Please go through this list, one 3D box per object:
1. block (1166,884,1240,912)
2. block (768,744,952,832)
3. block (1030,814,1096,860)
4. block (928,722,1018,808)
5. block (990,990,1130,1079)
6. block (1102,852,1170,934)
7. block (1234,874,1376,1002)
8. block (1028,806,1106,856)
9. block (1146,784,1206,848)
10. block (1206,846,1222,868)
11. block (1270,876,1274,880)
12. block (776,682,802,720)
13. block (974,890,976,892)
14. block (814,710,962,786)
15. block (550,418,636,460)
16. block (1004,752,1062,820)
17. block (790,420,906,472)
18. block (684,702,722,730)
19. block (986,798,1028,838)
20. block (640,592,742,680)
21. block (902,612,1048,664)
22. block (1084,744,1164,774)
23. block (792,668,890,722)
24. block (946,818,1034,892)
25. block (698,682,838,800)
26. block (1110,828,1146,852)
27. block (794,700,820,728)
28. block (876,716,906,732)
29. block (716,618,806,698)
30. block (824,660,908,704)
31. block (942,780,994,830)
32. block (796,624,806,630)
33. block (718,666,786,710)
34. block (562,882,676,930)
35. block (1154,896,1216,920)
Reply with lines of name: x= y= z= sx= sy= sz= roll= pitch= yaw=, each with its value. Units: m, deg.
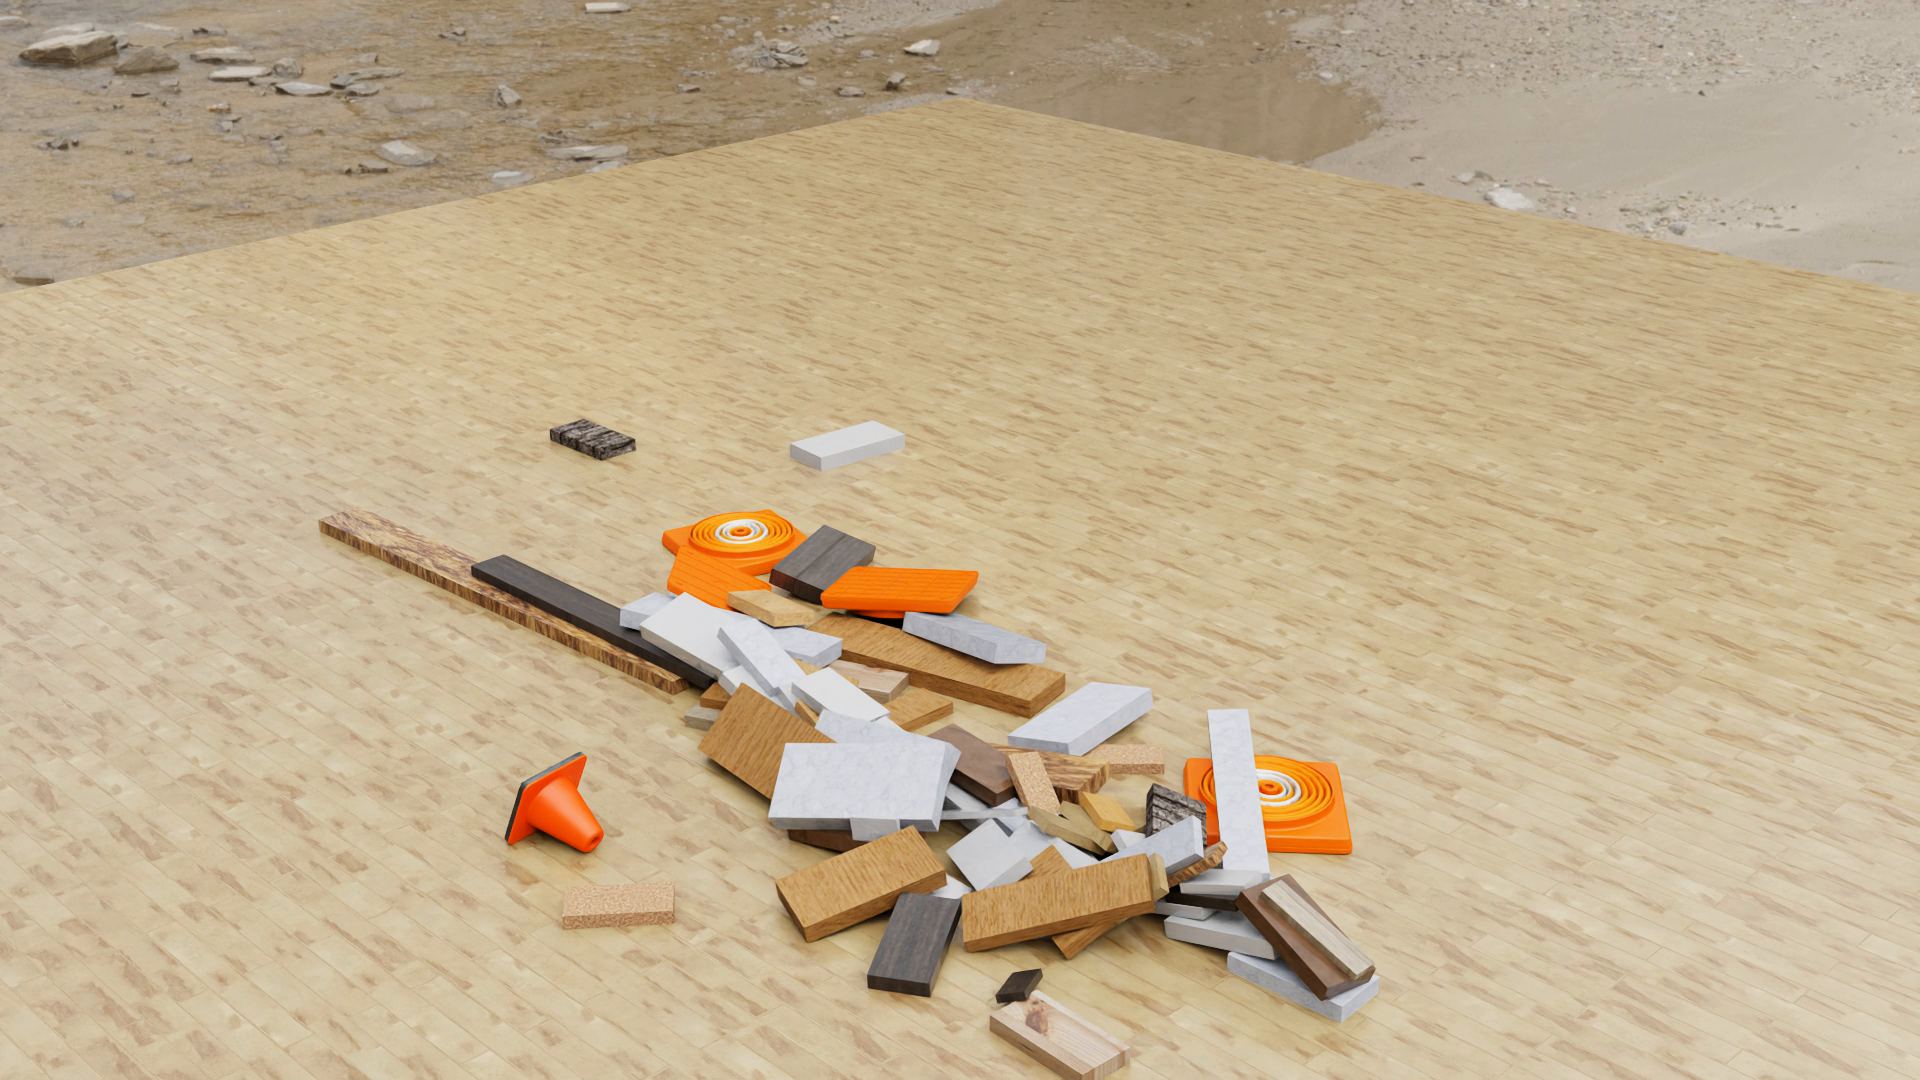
block: x=0.462 y=0.645 z=4.021 sx=0.160 sy=0.023 sz=0.080 roll=-1 pitch=16 yaw=44
block: x=-0.195 y=0.484 z=4.315 sx=0.337 sy=0.048 sz=0.169 roll=-2 pitch=53 yaw=18
block: x=0.196 y=0.595 z=4.279 sx=0.076 sy=0.021 sz=0.151 roll=-10 pitch=39 yaw=-31
block: x=0.028 y=0.454 z=4.452 sx=0.233 sy=0.033 sz=0.117 roll=28 pitch=35 yaw=35
block: x=0.168 y=0.845 z=3.728 sx=0.113 sy=0.032 sz=0.225 roll=-19 pitch=30 yaw=-38
block: x=0.310 y=0.649 z=4.037 sx=0.023 sy=0.162 sz=0.081 roll=35 pitch=31 yaw=-31
block: x=0.608 y=0.698 z=3.876 sx=0.120 sy=0.034 sz=0.240 roll=-12 pitch=45 yaw=-35
block: x=0.208 y=0.560 z=4.242 sx=0.151 sy=0.021 sz=0.076 roll=26 pitch=7 yaw=-30
block: x=0.418 y=0.567 z=4.255 sx=0.114 sy=0.032 sz=0.229 roll=22 pitch=28 yaw=-6
block: x=0.481 y=0.618 z=4.284 sx=0.109 sy=0.015 sz=0.054 roll=2 pitch=23 yaw=4
block: x=0.554 y=0.672 z=4.152 sx=0.067 sy=0.019 sz=0.134 roll=17 pitch=28 yaw=35
block: x=-0.296 y=0.380 z=4.732 sx=0.102 sy=0.029 sz=0.204 roll=-17 pitch=50 yaw=-34
block: x=0.055 y=0.684 z=4.130 sx=0.049 sy=0.014 sz=0.097 roll=-3 pitch=23 yaw=-6
block: x=-0.173 y=0.460 z=4.440 sx=0.337 sy=0.048 sz=0.169 roll=11 pitch=69 yaw=38
block: x=-1.070 y=-0.293 z=6.407 sx=0.246 sy=0.035 sz=0.123 roll=21 pitch=31 yaw=40
block: x=0.147 y=0.491 z=4.377 sx=0.072 sy=0.020 sz=0.144 roll=-3 pitch=56 yaw=-33
block: x=-0.324 y=-0.273 z=6.349 sx=0.301 sy=0.043 sz=0.151 roll=-18 pitch=29 yaw=-36
block: x=-0.490 y=0.391 z=4.804 sx=0.197 sy=0.028 sz=0.099 roll=9 pitch=24 yaw=19
block: x=0.132 y=0.571 z=4.334 sx=0.076 sy=0.021 sz=0.151 roll=-22 pitch=47 yaw=-41
block: x=-0.570 y=0.223 z=4.954 sx=0.286 sy=0.041 sz=0.143 roll=25 pitch=47 yaw=33
block: x=0.032 y=0.224 z=5.078 sx=0.159 sy=0.045 sz=0.318 roll=3 pitch=10 yaw=-43
block: x=0.343 y=0.463 z=4.640 sx=0.170 sy=0.024 sz=0.085 roll=0 pitch=23 yaw=0
block: x=-0.254 y=0.345 z=4.672 sx=0.102 sy=0.029 sz=0.204 roll=-21 pitch=40 yaw=-38
block: x=0.055 y=0.608 z=4.178 sx=0.109 sy=0.031 sz=0.219 roll=-36 pitch=20 yaw=-6
block: x=-0.390 y=0.433 z=4.544 sx=0.337 sy=0.169 sz=0.048 roll=26 pitch=-10 yaw=46
block: x=0.360 y=0.597 z=4.219 sx=0.144 sy=0.020 sz=0.072 roll=16 pitch=32 yaw=-39
block: x=-0.252 y=0.404 z=4.676 sx=0.102 sy=0.029 sz=0.204 roll=-19 pitch=51 yaw=-36
block: x=-0.114 y=0.461 z=4.538 sx=0.233 sy=0.033 sz=0.117 roll=34 pitch=41 yaw=28
block: x=-0.433 y=0.258 z=4.830 sx=0.102 sy=0.029 sz=0.204 roll=-13 pitch=48 yaw=-44
block: x=-0.236 y=0.318 z=4.972 sx=0.214 sy=0.030 sz=0.107 roll=9 pitch=25 yaw=21
block: x=0.020 y=0.516 z=4.433 sx=0.117 sy=0.033 sz=0.233 roll=-21 pitch=45 yaw=-41
block: x=-0.414 y=0.195 z=5.210 sx=0.081 sy=0.023 sz=0.163 roll=-16 pitch=14 yaw=-5
block: x=-0.417 y=0.348 z=4.766 sx=0.204 sy=0.029 sz=0.102 roll=40 pitch=34 yaw=22
block: x=-0.637 y=0.683 z=4.113 sx=0.203 sy=0.029 sz=0.101 roll=-2 pitch=23 yaw=-5
block: x=0.409 y=0.669 z=4.076 sx=0.160 sy=0.023 sz=0.080 roll=-1 pitch=16 yaw=44
